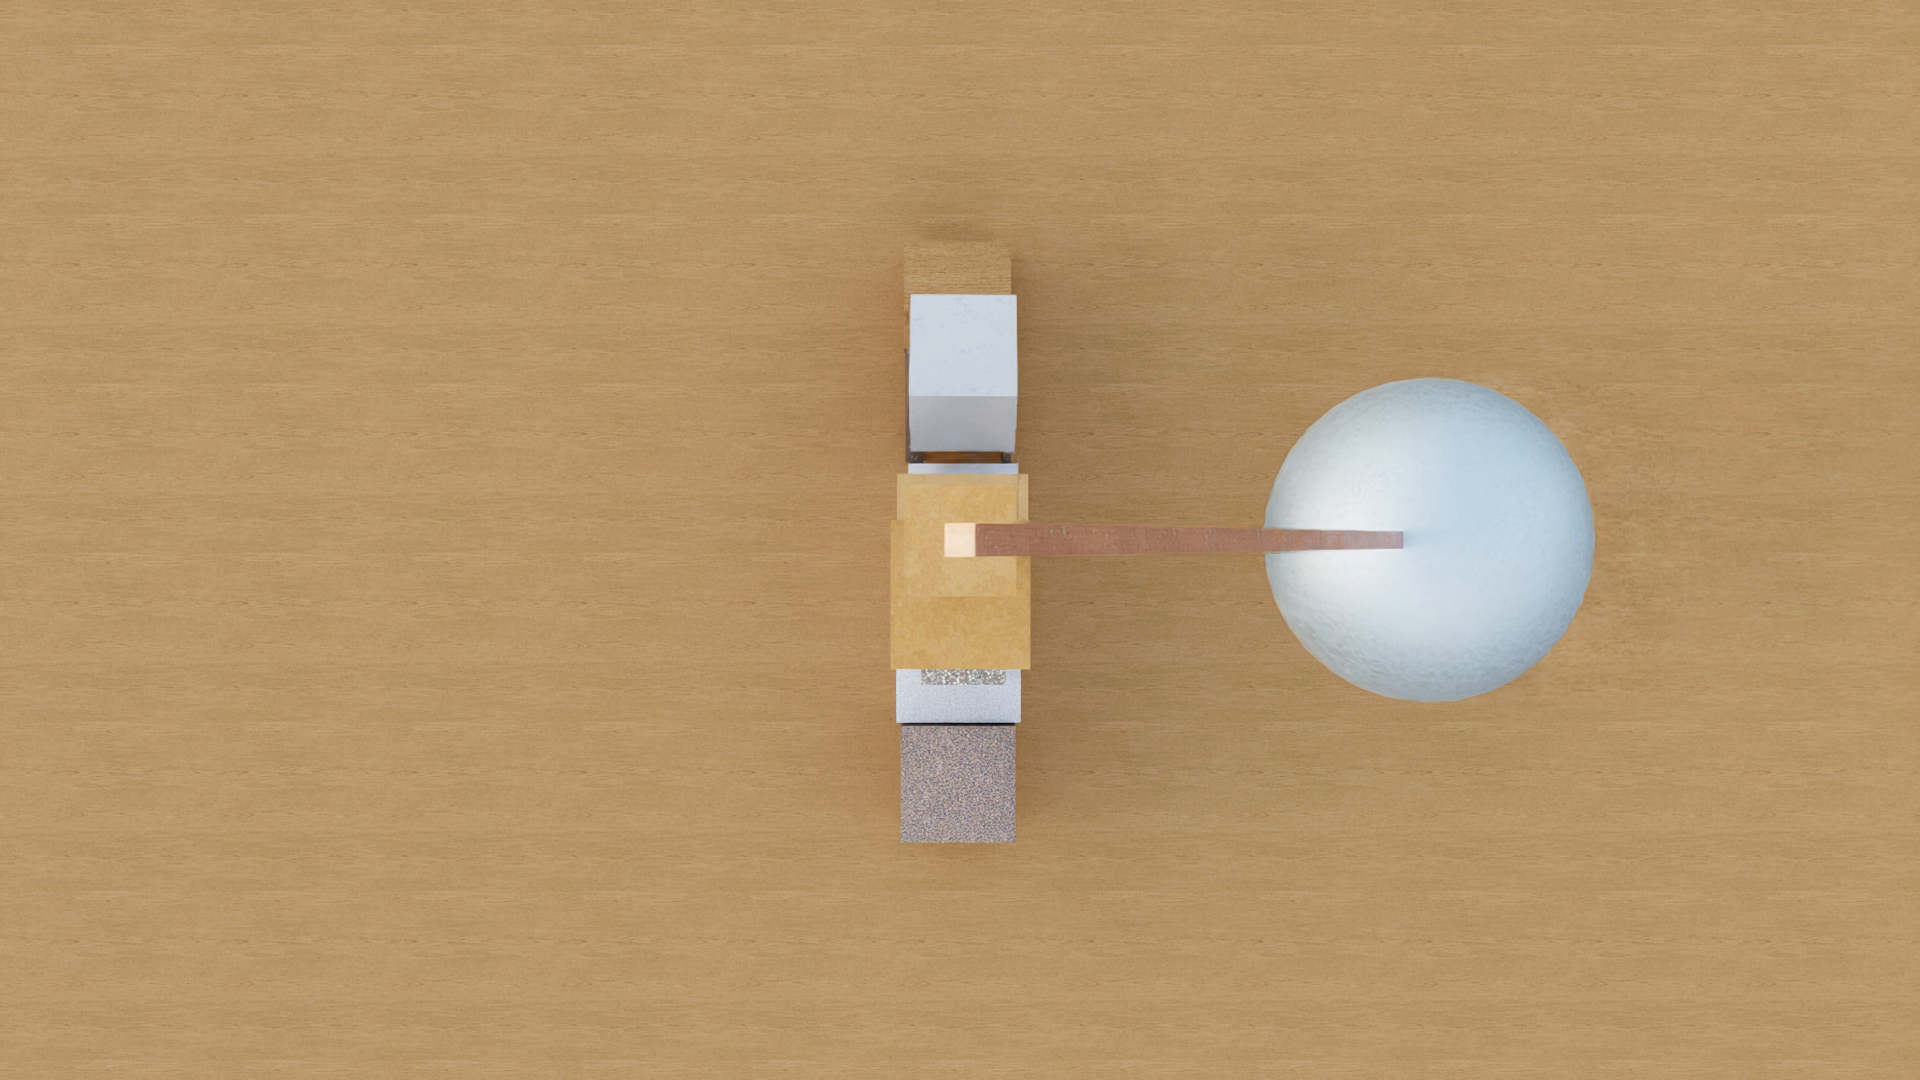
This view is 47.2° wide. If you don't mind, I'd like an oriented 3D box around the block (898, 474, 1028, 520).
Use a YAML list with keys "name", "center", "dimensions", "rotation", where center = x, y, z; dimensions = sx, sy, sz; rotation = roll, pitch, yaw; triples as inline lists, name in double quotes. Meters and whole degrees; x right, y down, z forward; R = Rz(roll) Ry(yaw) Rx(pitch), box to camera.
- name: "block"
  center: [0.014, -0.007, 11.959]
  dimensions: [0.694, 0.617, 0.687]
  rotation: [0, 90, 0]

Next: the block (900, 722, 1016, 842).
- name: "block"
  center: [-0.010, 1.363, 12.630]
  dimensions: [0.640, 0.740, 0.648]
  rotation: [0, 90, 0]

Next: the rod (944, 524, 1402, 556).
- name: "rod"
  center: [0.994, 0.000, 7.681]
  dimensions: [0.080, 5.200, 0.080]
  rotation: [0, 90, 22]

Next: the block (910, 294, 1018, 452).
- name: "block"
  center: [0.016, -0.882, 11.688]
  dimensions: [0.557, 0.531, 0.646]
  rotation: [0, 59, 0]

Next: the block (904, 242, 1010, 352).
- name: "block"
  center: [-0.015, -1.386, 12.728]
  dimensions: [0.607, 0.544, 0.603]
  rotation: [0, 90, 0]

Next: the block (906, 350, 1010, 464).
- name: "block"
  center: [-0.010, -0.758, 12.709]
  dimensions: [0.595, 0.582, 0.633]
  rotation: [0, 90, 0]

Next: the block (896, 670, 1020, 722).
- name: "block"
  center: [-0.008, 0.643, 12.695]
  dimensions: [0.699, 0.611, 0.771]
  rotation: [0, 90, 0]

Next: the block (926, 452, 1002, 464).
- name: "block"
  center: [0.021, -0.712, 12.135]
  dimensions: [0.418, 0.408, 0.424]
  rotation: [1, 59, 0]

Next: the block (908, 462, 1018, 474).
- name: "block"
  center: [0.019, -0.092, 12.634]
  dimensions: [0.609, 0.733, 0.680]
  rotation: [0, 90, 0]

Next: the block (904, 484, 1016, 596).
- name: "block"
  center: [0.002, 0.000, 10.364]
  dimensions: [0.512, 0.467, 0.517]
  rotation: [0, 90, 0]

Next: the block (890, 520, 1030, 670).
- name: "block"
  center: [0.002, 0.270, 11.282]
  dimensions: [0.693, 0.738, 0.742]
  rotation: [0, 90, 0]

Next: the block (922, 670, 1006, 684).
- name: "block"
  center: [0.020, 0.565, 12.139]
  dimensions: [0.459, 0.501, 0.437]
  rotation: [0, 90, 0]

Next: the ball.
- name: "ball"
  center: [2.295, 0.000, 10.822]
  dimensions: [1.600, 1.600, 1.600]
  rotation: [0, 90, 0]
